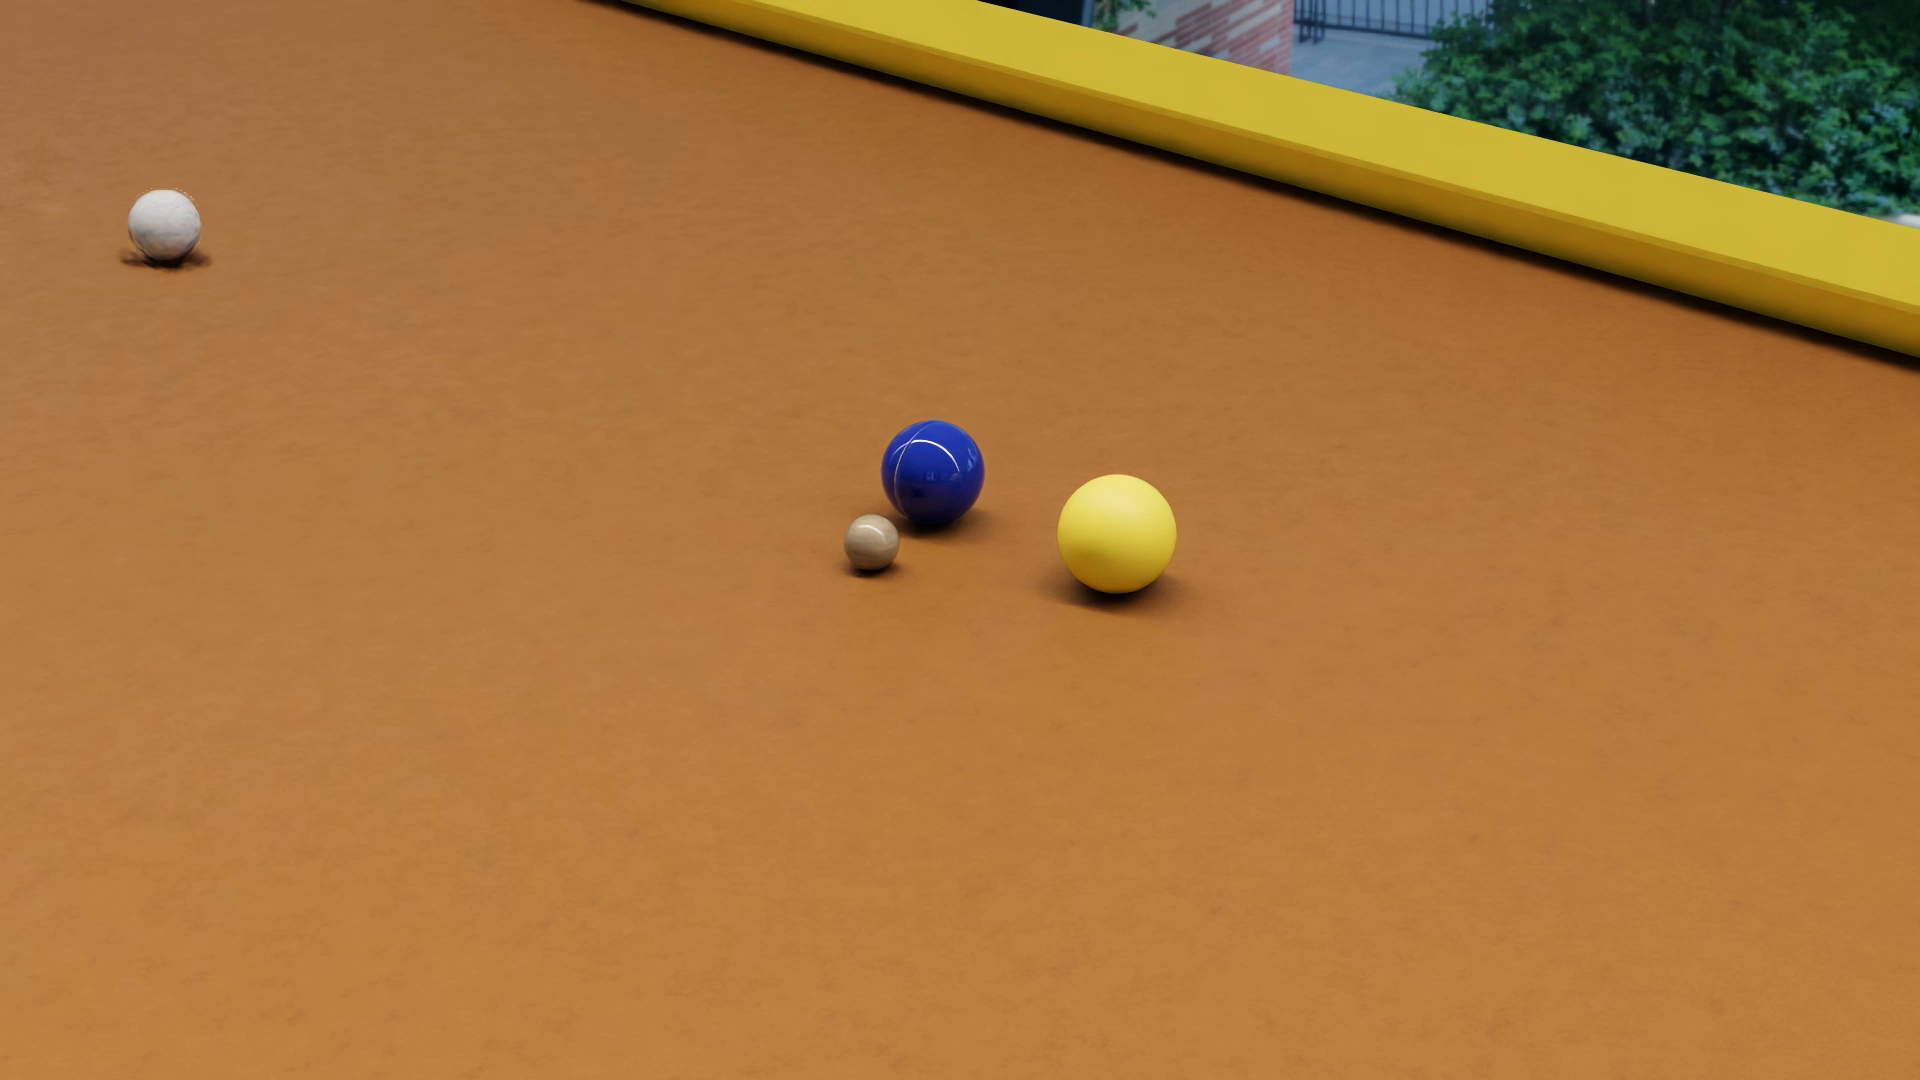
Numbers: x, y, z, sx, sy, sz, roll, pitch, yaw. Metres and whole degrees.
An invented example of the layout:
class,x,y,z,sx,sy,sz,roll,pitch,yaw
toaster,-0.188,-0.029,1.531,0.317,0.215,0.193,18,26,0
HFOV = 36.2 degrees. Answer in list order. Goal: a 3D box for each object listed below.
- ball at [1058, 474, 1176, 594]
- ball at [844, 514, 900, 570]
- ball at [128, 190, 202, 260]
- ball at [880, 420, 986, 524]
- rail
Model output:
class,x,y,z,sx,sy,sz,roll,pitch,yaw
ball,0.123,-0.005,2.314,0.094,0.094,0.094,0,23,0
ball,-0.071,0.002,2.360,0.045,0.045,0.045,0,23,0
ball,-0.836,-0.331,3.092,0.074,0.074,0.074,0,23,0
ball,-0.023,-0.056,2.441,0.087,0.087,0.087,0,23,0
rail,0.037,-0.594,3.637,0.045,0.122,4.093,-20,31,-39
